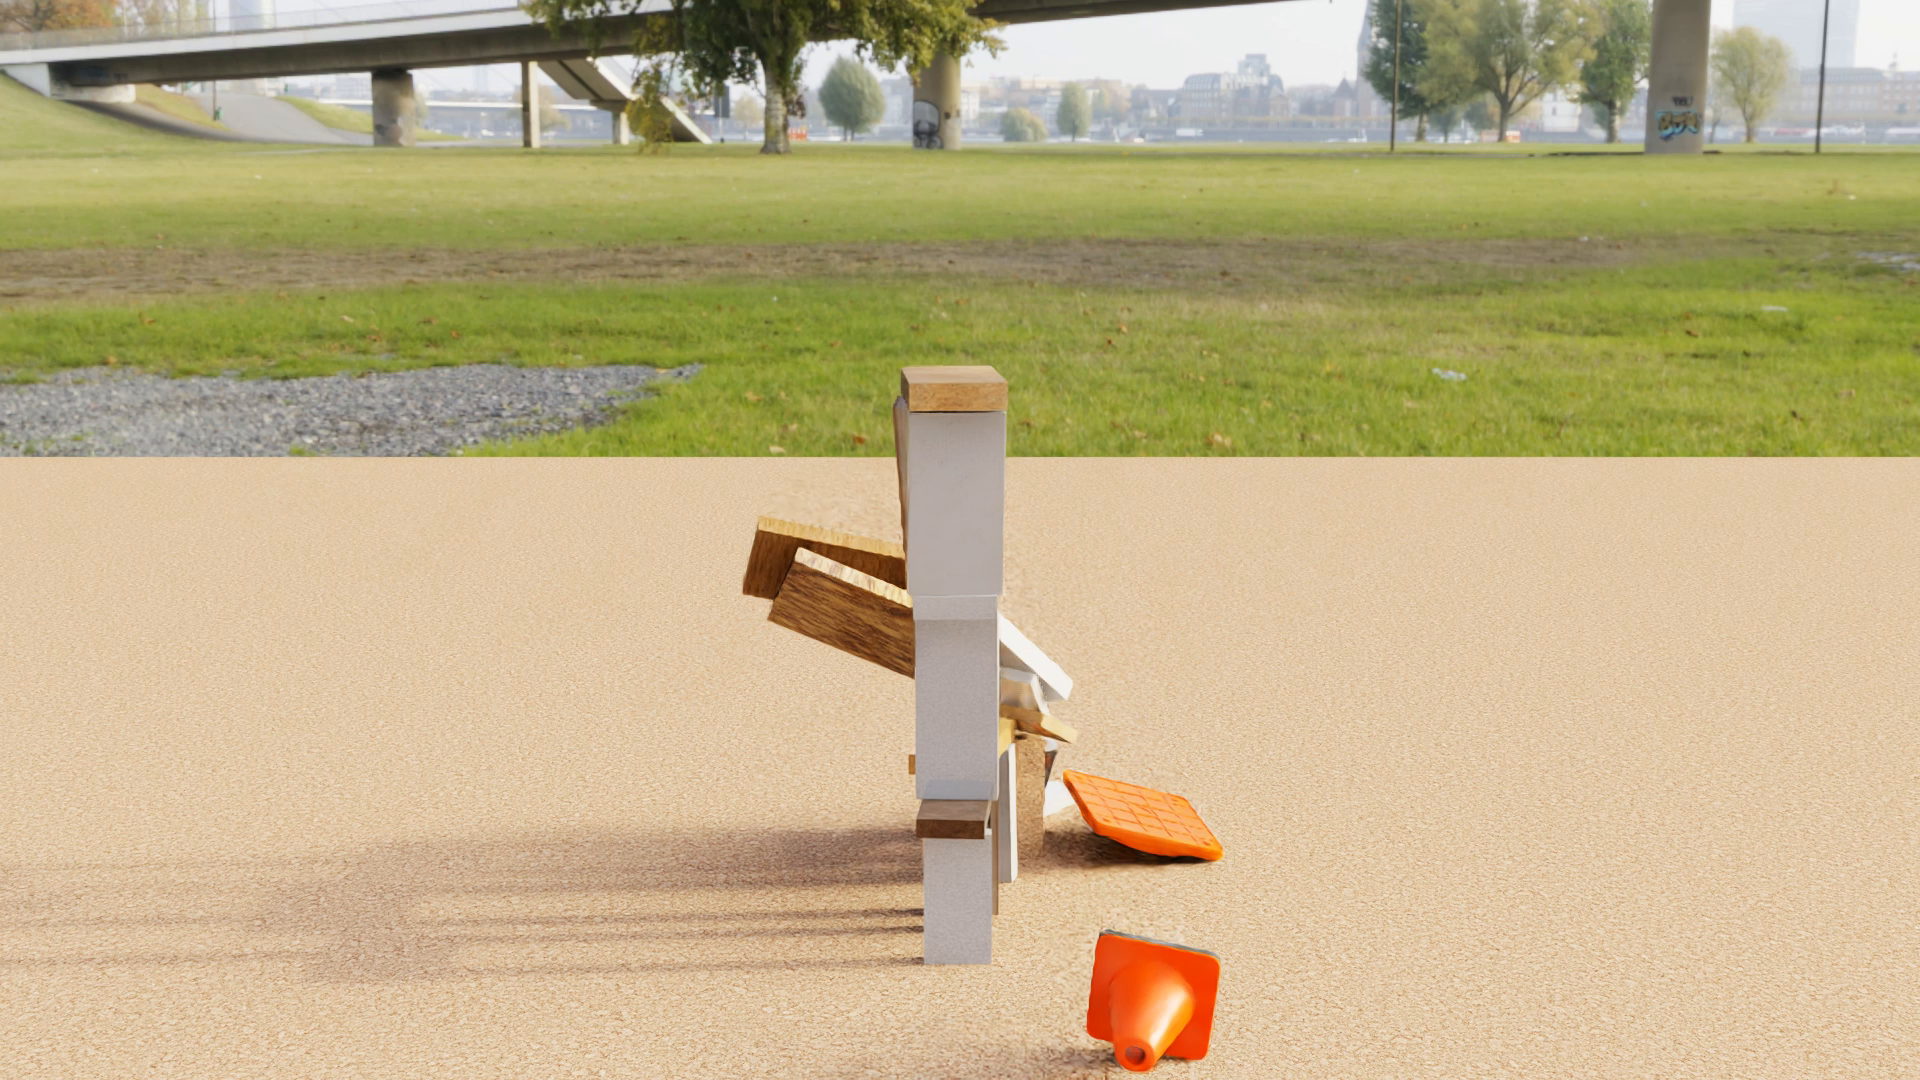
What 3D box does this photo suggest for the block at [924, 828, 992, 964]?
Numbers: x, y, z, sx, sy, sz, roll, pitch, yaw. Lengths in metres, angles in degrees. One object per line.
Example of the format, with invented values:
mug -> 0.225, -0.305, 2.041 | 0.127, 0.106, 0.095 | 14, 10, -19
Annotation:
block -> -0.003, 0.544, 3.353 | 0.103, 0.206, 0.029 | 0, 11, 0

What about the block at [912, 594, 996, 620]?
block -> -0.009, 0.079, 3.437 | 0.126, 0.036, 0.253 | 0, 11, 0

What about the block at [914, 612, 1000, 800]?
block -> -0.004, 0.255, 3.388 | 0.126, 0.291, 0.036 | 1, 11, 5

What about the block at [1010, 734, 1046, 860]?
block -> 0.090, 0.448, 3.829 | 0.109, 0.218, 0.031 | -1, 12, -12

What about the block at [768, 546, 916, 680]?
block -> -0.144, 0.132, 3.633 | 0.321, 0.138, 0.039 | 22, 36, -7

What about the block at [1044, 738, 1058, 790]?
block -> 0.104, 0.419, 3.937 | 0.109, 0.031, 0.218 | -9, -30, -12

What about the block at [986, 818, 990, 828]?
block -> -0.004, 0.519, 3.488 | 0.103, 0.206, 0.029 | 0, 11, 0

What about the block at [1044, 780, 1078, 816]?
block -> 0.116, 0.492, 4.112 | 0.109, 0.031, 0.218 | 8, 13, 35

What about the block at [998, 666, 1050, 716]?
block -> 0.108, 0.278, 3.838 | 0.079, 0.158, 0.022 | 11, 57, 24

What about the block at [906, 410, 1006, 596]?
block -> -0.007, -0.057, 3.286 | 0.143, 0.286, 0.041 | -1, 21, -5

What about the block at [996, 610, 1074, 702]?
block -> 0.059, 0.191, 3.798 | 0.138, 0.039, 0.275 | -7, -39, 43

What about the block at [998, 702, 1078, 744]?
block -> 0.124, 0.312, 3.765 | 0.079, 0.022, 0.158 | 31, -13, -31

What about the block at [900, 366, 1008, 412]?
block -> -0.012, -0.230, 3.321 | 0.143, 0.041, 0.286 | -1, 9, -4

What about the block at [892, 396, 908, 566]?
block -> -0.022, -0.086, 3.446 | 0.143, 0.286, 0.041 | 2, 29, 10

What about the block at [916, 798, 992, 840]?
block -> -0.007, 0.415, 3.401 | 0.103, 0.029, 0.206 | 1, 11, 4

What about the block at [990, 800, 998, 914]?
block -> 0.002, 0.488, 3.563 | 0.120, 0.239, 0.034 | 0, 11, 0

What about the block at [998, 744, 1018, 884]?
block -> 0.033, 0.457, 3.722 | 0.120, 0.239, 0.034 | 4, 16, 18

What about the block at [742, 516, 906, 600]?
block -> -0.213, 0.053, 3.663 | 0.275, 0.138, 0.039 | 12, 35, -9

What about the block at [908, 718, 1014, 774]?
block -> 0.005, 0.339, 3.613 | 0.120, 0.034, 0.239 | 3, 11, 14
